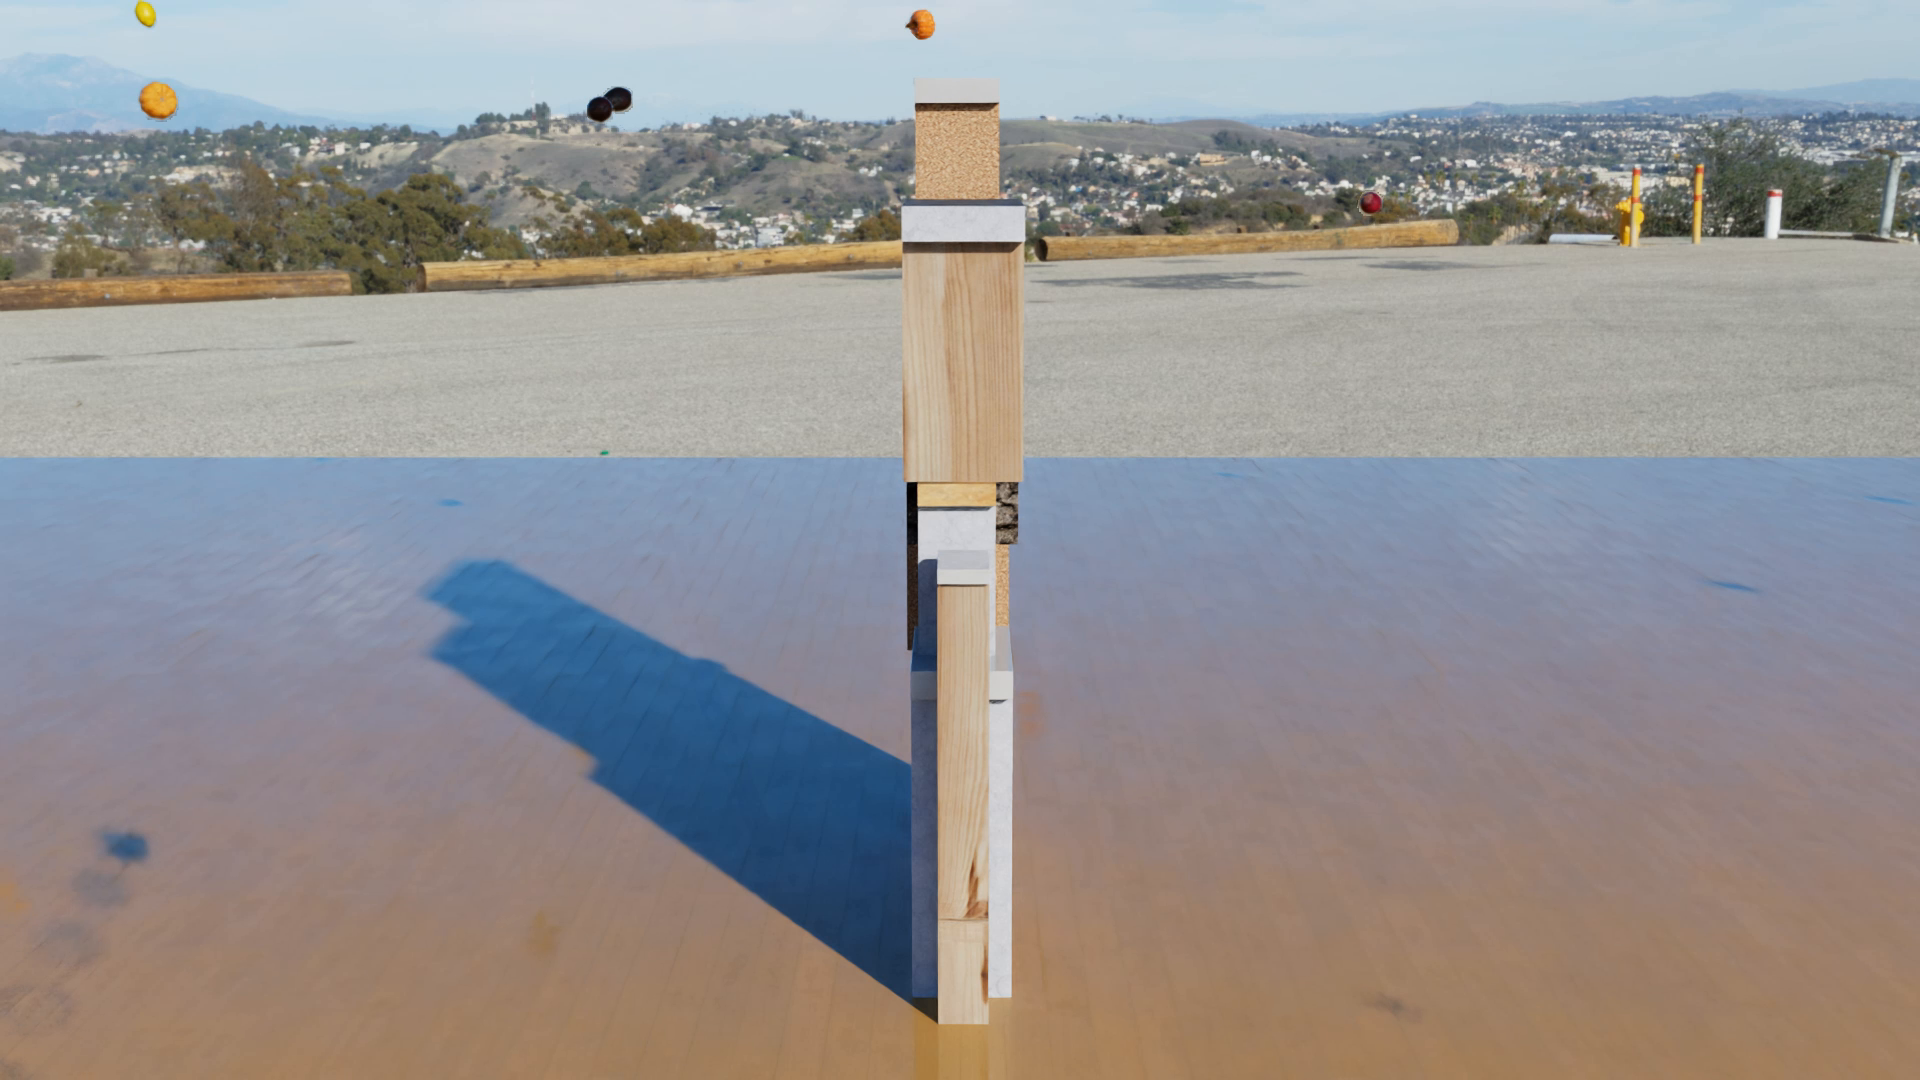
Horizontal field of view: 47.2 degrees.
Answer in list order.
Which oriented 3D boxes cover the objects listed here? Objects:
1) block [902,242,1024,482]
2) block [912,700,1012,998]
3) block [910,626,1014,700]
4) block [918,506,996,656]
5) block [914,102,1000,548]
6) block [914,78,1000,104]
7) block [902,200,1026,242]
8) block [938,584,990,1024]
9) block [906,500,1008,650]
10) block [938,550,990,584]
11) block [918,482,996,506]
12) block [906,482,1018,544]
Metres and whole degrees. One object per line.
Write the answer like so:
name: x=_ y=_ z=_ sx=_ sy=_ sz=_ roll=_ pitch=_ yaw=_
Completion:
block: x=0.005 y=-0.257 z=3.152 sx=0.172 sy=0.344 sz=0.049 roll=0 pitch=11 yaw=0
block: x=0.003 y=0.443 z=3.208 sx=0.145 sy=0.458 sz=0.041 roll=0 pitch=11 yaw=0
block: x=0.003 y=0.179 z=3.258 sx=0.145 sy=0.041 sz=0.291 roll=0 pitch=10 yaw=0
block: x=-0.005 y=0.055 z=3.202 sx=0.112 sy=0.224 sz=0.032 roll=0 pitch=10 yaw=0
block: x=-0.004 y=-0.335 z=3.478 sx=0.130 sy=0.699 sz=0.037 roll=0 pitch=11 yaw=0
block: x=-0.004 y=-0.712 z=3.497 sx=0.131 sy=0.037 sz=0.261 roll=0 pitch=10 yaw=0
block: x=0.004 y=-0.471 z=3.228 sx=0.172 sy=0.049 sz=0.344 roll=0 pitch=11 yaw=0
block: x=0.005 y=0.372 z=3.084 sx=0.072 sy=0.642 sz=0.020 roll=0 pitch=11 yaw=0
block: x=-0.004 y=-0.109 z=3.658 sx=0.170 sy=0.590 sz=0.048 roll=0 pitch=10 yaw=0
block: x=0.005 y=0.037 z=3.070 sx=0.072 sy=0.020 sz=0.143 roll=0 pitch=11 yaw=0
block: x=-0.004 y=-0.084 z=3.252 sx=0.112 sy=0.032 sz=0.224 roll=0 pitch=11 yaw=0
block: x=0.004 y=-0.233 z=3.389 sx=0.172 sy=0.478 sz=0.049 roll=0 pitch=11 yaw=0
